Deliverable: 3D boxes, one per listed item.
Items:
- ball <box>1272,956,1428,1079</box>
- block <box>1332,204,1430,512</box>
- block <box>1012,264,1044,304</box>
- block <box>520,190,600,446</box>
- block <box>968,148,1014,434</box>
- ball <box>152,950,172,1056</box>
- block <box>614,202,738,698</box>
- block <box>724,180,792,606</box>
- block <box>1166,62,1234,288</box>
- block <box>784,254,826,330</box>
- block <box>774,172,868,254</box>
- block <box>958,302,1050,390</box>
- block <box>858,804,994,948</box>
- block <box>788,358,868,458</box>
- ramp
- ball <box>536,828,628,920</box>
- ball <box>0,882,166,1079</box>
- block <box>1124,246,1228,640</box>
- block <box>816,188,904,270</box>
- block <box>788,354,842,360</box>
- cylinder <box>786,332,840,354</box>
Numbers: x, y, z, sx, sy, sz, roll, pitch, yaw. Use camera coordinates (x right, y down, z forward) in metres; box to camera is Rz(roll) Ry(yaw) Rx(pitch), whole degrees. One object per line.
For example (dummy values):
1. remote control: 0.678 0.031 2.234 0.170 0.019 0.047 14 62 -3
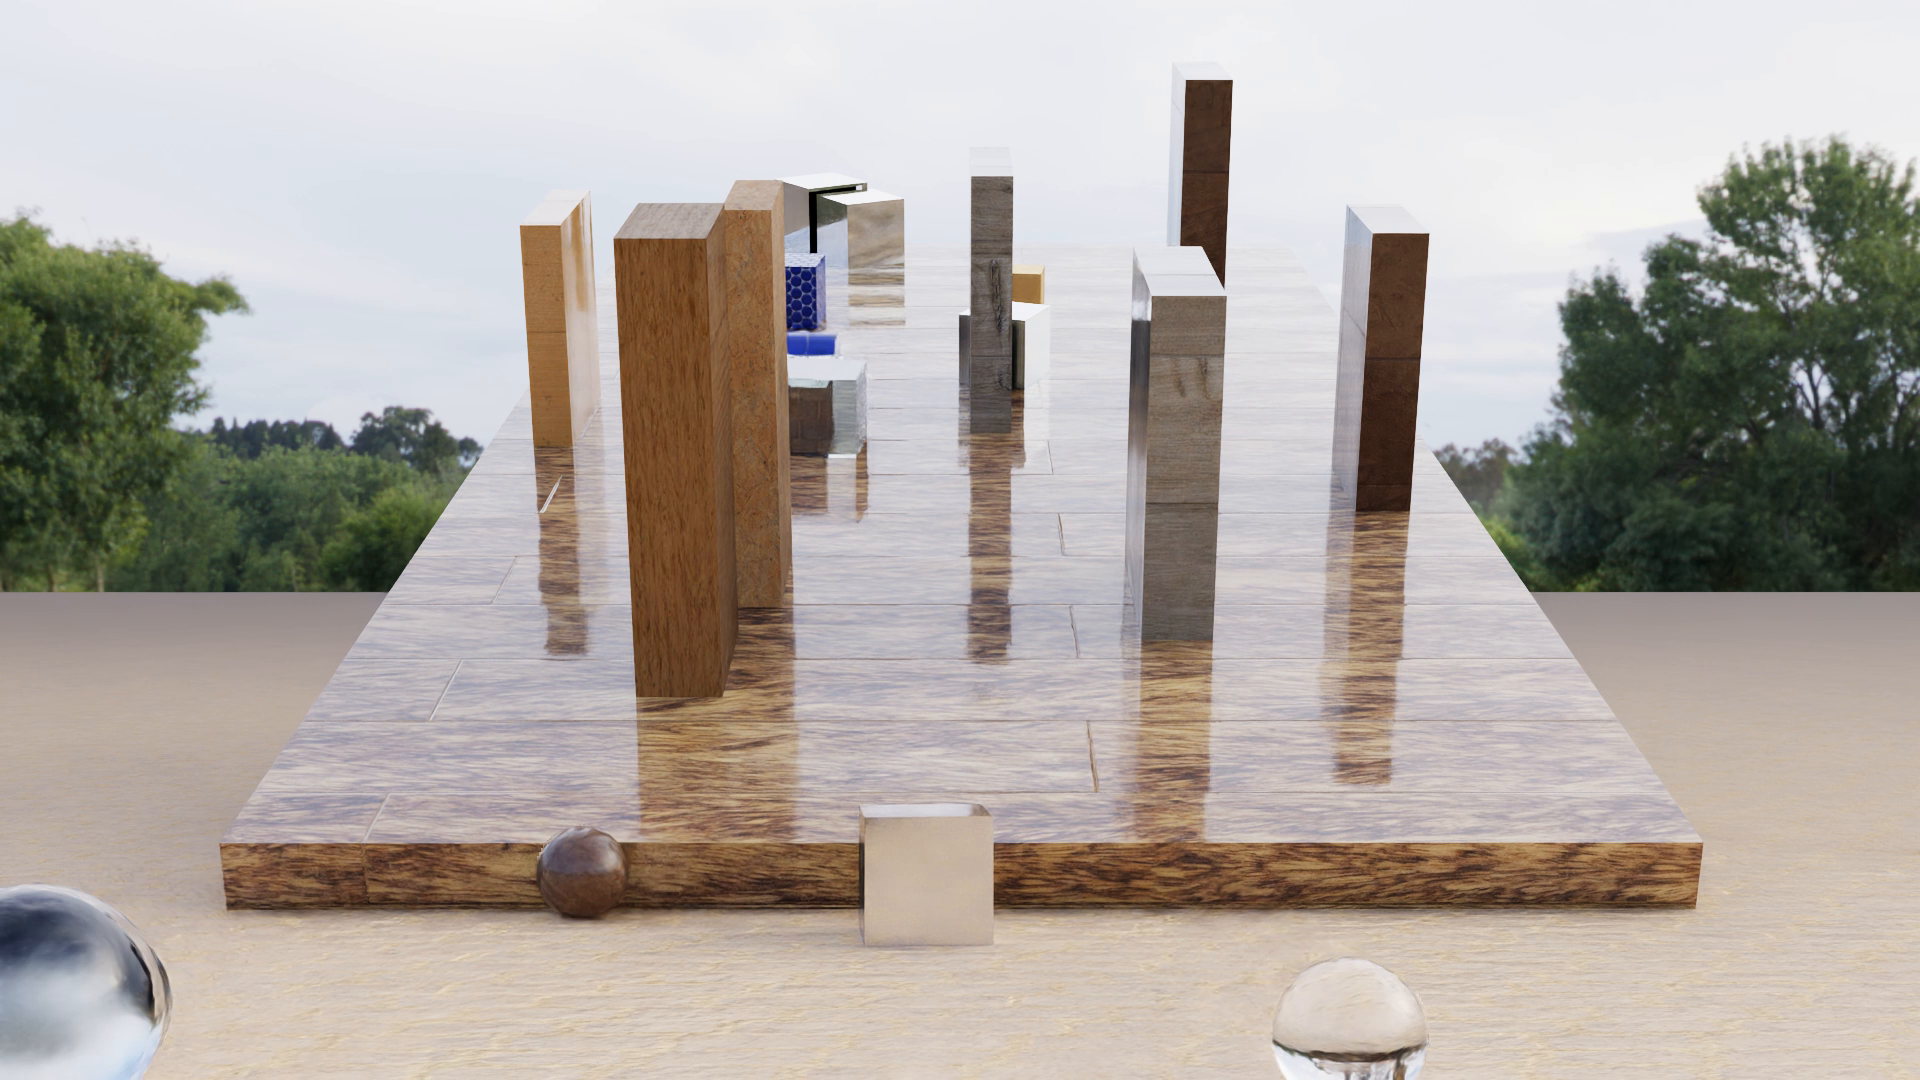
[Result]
1. ball: 0.326 0.415 1.885 0.129 0.129 0.129 0 -1 0
2. block: 0.822 -0.362 4.431 0.107 0.547 0.294 0 19 0
3. block: 0.165 -0.664 5.970 0.109 0.109 0.109 2 19 7
4. block: -0.865 -0.490 4.902 0.083 0.475 0.407 0 19 0
5. block: 0.066 -0.556 4.968 0.089 0.559 0.371 0 19 0
6. ball: -0.761 0.405 1.950 0.149 0.149 0.149 0 -1 0
7. block: -0.437 -0.142 3.520 0.135 0.722 0.279 0 19 0
8. block: -0.349 -0.255 3.899 0.082 0.689 0.277 0 19 0
9. block: 0.527 -0.675 5.038 0.101 0.741 0.305 0 19 0
10. block: -0.440 -0.646 5.836 0.162 0.162 0.162 2 19 5
11. block: -0.413 -0.971 6.715 0.202 0.202 0.202 -12 23 -32
12. block: 0.105 -0.460 5.294 0.165 0.165 0.165 8 21 21
13. block: -0.045 0.419 2.830 0.158 0.158 0.158 0 -1 -5
14. block: -0.292 -0.279 4.764 0.169 0.169 0.169 2 19 5
15. ramp: -0.004 -0.198 4.942 2.000 0.100 4.000 0 19 0
16. ball: -0.499 0.441 2.981 0.120 0.120 0.120 0 -1 0
17. ball: -0.736 0.374 1.777 0.205 0.205 0.205 0 -1 0
18. block: 0.360 -0.172 3.823 0.119 0.582 0.380 0 19 0
19. block: -0.289 -0.905 6.545 0.187 0.187 0.187 -11 22 -30
20. block: -0.333 -0.320 4.922 0.142 0.142 0.142 1 19 2
21. cylinder: -0.360 -0.384 5.066 0.170 0.170 0.170 1 -1 2
